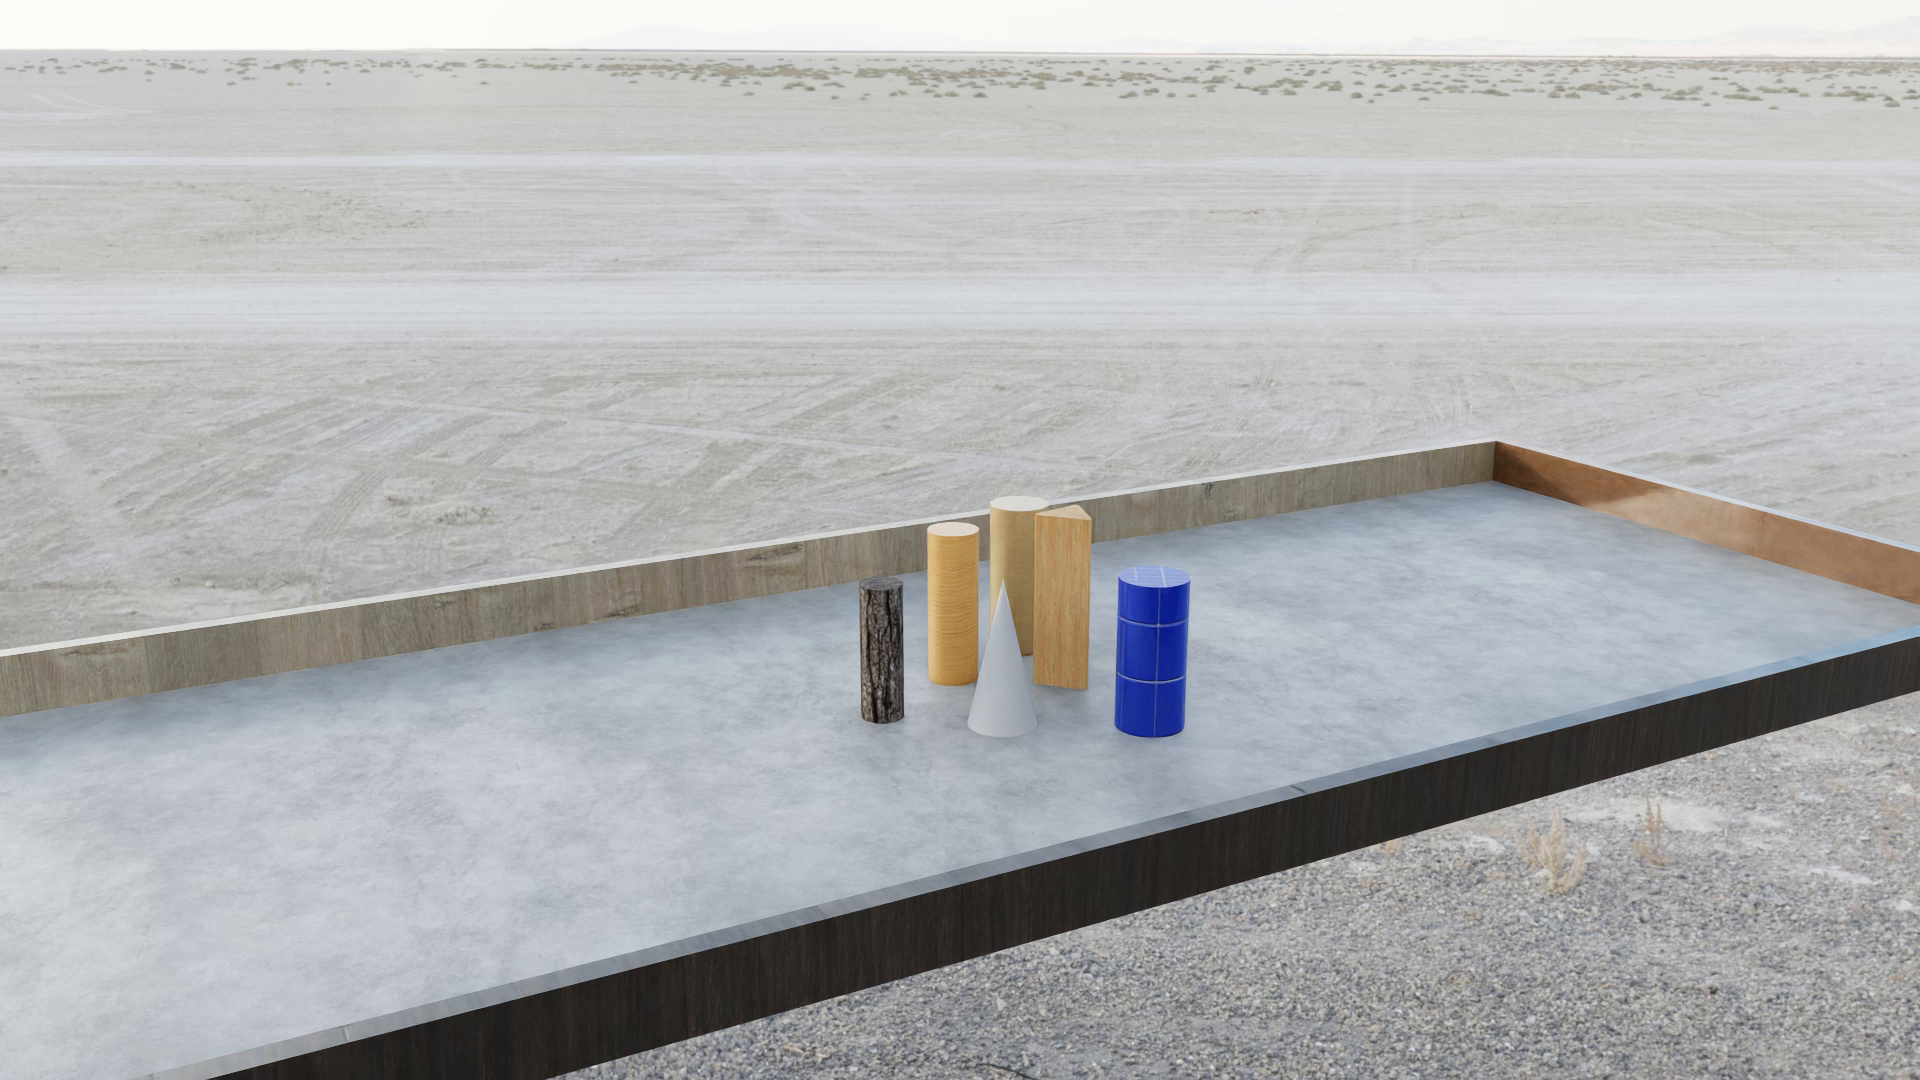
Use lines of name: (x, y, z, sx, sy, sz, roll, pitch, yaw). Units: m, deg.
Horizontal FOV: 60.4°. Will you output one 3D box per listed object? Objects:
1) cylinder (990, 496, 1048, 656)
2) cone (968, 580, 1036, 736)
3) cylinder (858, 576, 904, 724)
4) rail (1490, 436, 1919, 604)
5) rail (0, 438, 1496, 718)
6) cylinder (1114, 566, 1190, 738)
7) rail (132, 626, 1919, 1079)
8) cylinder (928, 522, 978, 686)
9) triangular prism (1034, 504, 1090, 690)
cylinder: (0.154, 0.094, 4.336, 0.153, 0.394, 0.153, 0, 16, 0)
cone: (0.099, 0.259, 3.836, 0.165, 0.359, 0.165, 0, 16, 0)
cylinder: (-0.184, 0.259, 3.885, 0.103, 0.331, 0.103, 0, 16, 0)
rail: (2.466, -0.048, 5.253, 0.050, 0.150, 2.100, -9, 18, -27)
rail: (-3.305, 0.497, 3.399, 12.000, 0.150, 0.050, -9, 18, -27)
cylinder: (0.445, 0.258, 3.828, 0.165, 0.365, 0.165, 0, 16, 0)
rail: (-2.336, 1.006, 1.665, 12.000, 0.150, 0.050, -9, 18, -27)
cylinder: (-0.017, 0.160, 4.119, 0.128, 0.389, 0.128, 0, 16, 0)
triangular prism: (0.270, 0.138, 4.107, 0.139, 0.438, 0.120, 6, 17, 19)
